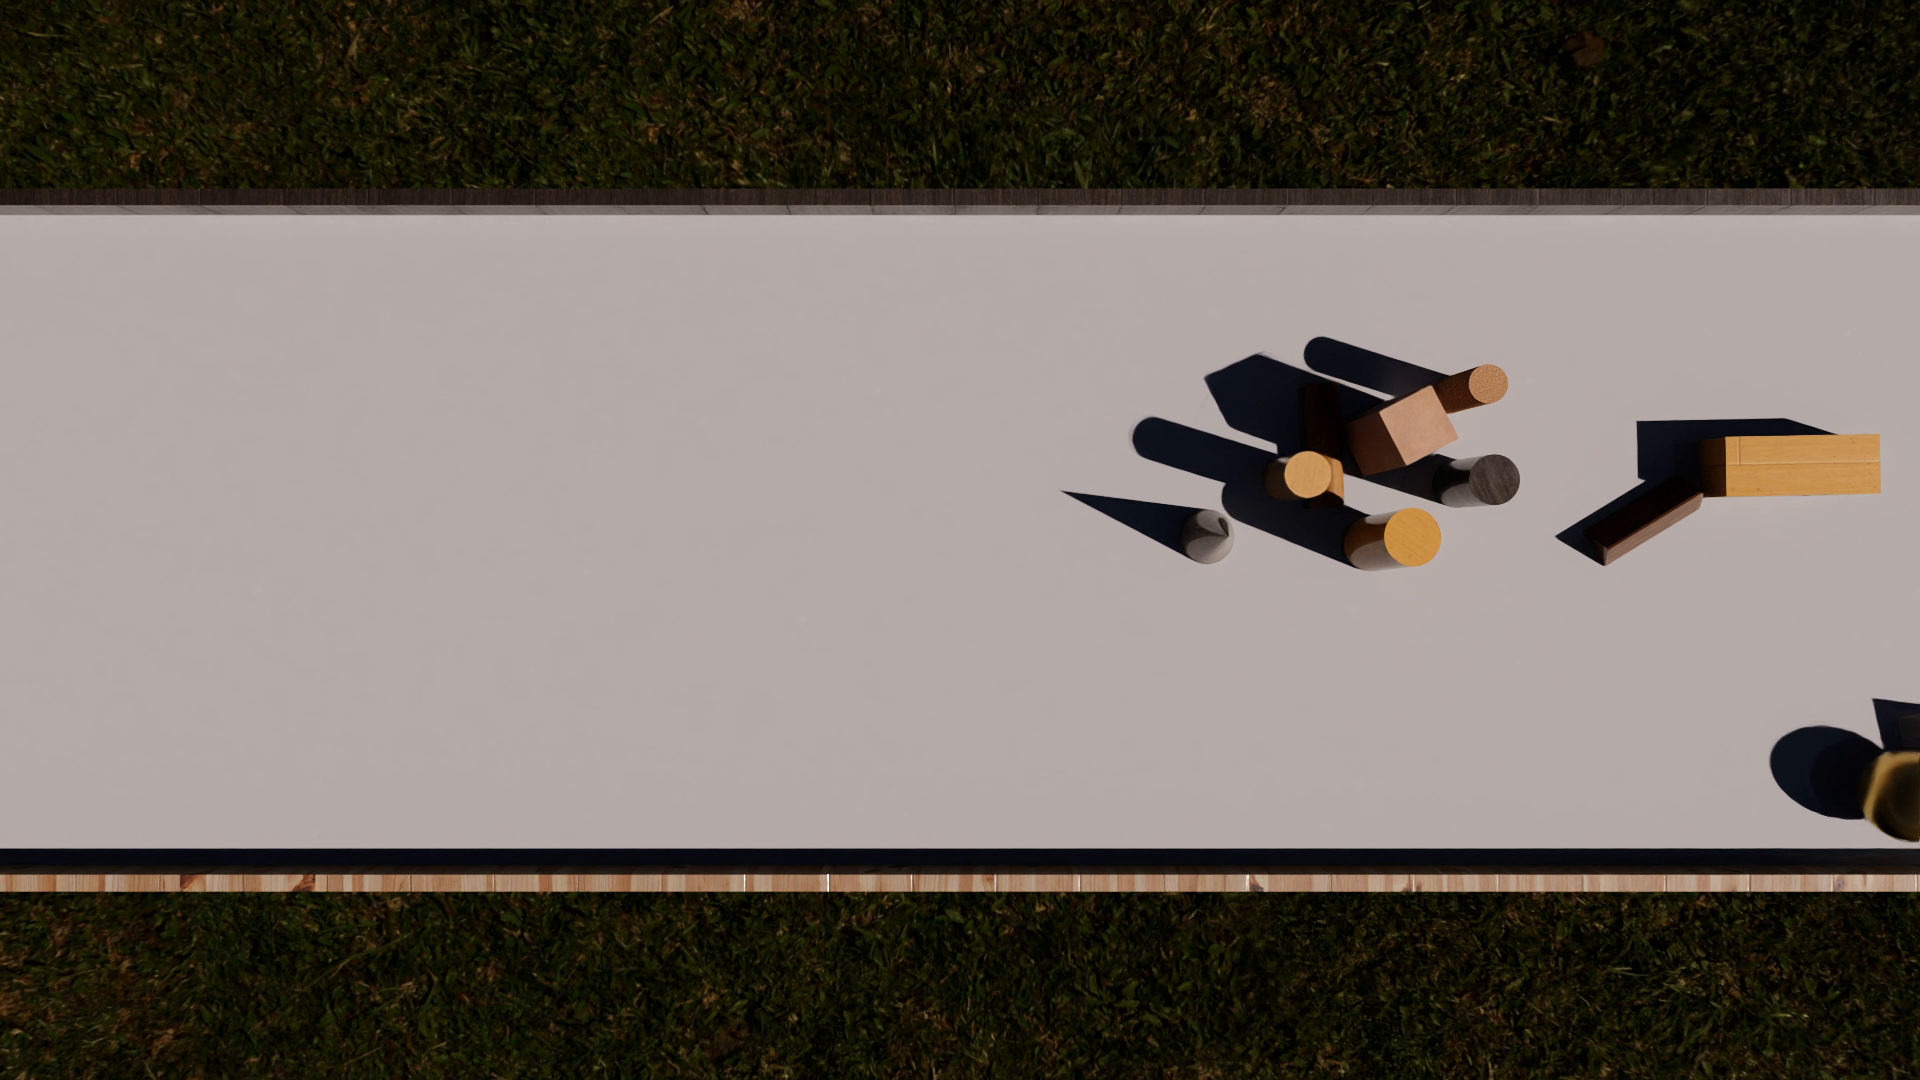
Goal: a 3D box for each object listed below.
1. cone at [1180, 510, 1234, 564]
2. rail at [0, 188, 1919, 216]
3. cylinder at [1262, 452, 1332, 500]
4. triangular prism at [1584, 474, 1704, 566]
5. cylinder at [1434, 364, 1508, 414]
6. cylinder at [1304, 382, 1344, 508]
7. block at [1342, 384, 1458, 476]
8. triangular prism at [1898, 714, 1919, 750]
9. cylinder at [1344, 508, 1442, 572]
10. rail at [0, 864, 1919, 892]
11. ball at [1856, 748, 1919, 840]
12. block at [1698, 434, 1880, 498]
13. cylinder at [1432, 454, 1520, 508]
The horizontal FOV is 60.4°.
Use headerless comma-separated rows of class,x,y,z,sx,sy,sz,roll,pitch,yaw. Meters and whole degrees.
cone,0.760,-0.010,4.867,0.169,0.418,0.169,0,90,0
rail,-2.247,-1.025,5.002,12.000,0.150,0.050,0,90,0
cylinder,0.994,-0.188,4.894,0.134,0.364,0.134,0,90,0
triangular prism,2.095,-0.061,5.020,0.341,0.107,0.124,-31,90,0
cylinder,1.510,-0.446,4.894,0.113,0.364,0.113,0,90,0
cylinder,1.110,-0.287,5.024,0.106,0.106,0.378,-2,91,0
block,1.290,-0.319,4.875,0.173,0.392,0.173,-27,90,-4
triangular prism,2.996,0.713,5.007,0.151,0.131,0.370,-12,90,0
cylinder,1.276,0.002,4.889,0.169,0.358,0.169,0,87,-6
rail,-2.247,1.025,5.001,12.000,0.150,0.050,0,90,0
ball,2.842,0.763,4.940,0.273,0.273,0.273,0,90,0
block,2.505,-0.222,4.988,0.458,0.177,0.177,-1,90,0
cylinder,1.527,-0.172,4.893,0.146,0.367,0.146,0,90,0
